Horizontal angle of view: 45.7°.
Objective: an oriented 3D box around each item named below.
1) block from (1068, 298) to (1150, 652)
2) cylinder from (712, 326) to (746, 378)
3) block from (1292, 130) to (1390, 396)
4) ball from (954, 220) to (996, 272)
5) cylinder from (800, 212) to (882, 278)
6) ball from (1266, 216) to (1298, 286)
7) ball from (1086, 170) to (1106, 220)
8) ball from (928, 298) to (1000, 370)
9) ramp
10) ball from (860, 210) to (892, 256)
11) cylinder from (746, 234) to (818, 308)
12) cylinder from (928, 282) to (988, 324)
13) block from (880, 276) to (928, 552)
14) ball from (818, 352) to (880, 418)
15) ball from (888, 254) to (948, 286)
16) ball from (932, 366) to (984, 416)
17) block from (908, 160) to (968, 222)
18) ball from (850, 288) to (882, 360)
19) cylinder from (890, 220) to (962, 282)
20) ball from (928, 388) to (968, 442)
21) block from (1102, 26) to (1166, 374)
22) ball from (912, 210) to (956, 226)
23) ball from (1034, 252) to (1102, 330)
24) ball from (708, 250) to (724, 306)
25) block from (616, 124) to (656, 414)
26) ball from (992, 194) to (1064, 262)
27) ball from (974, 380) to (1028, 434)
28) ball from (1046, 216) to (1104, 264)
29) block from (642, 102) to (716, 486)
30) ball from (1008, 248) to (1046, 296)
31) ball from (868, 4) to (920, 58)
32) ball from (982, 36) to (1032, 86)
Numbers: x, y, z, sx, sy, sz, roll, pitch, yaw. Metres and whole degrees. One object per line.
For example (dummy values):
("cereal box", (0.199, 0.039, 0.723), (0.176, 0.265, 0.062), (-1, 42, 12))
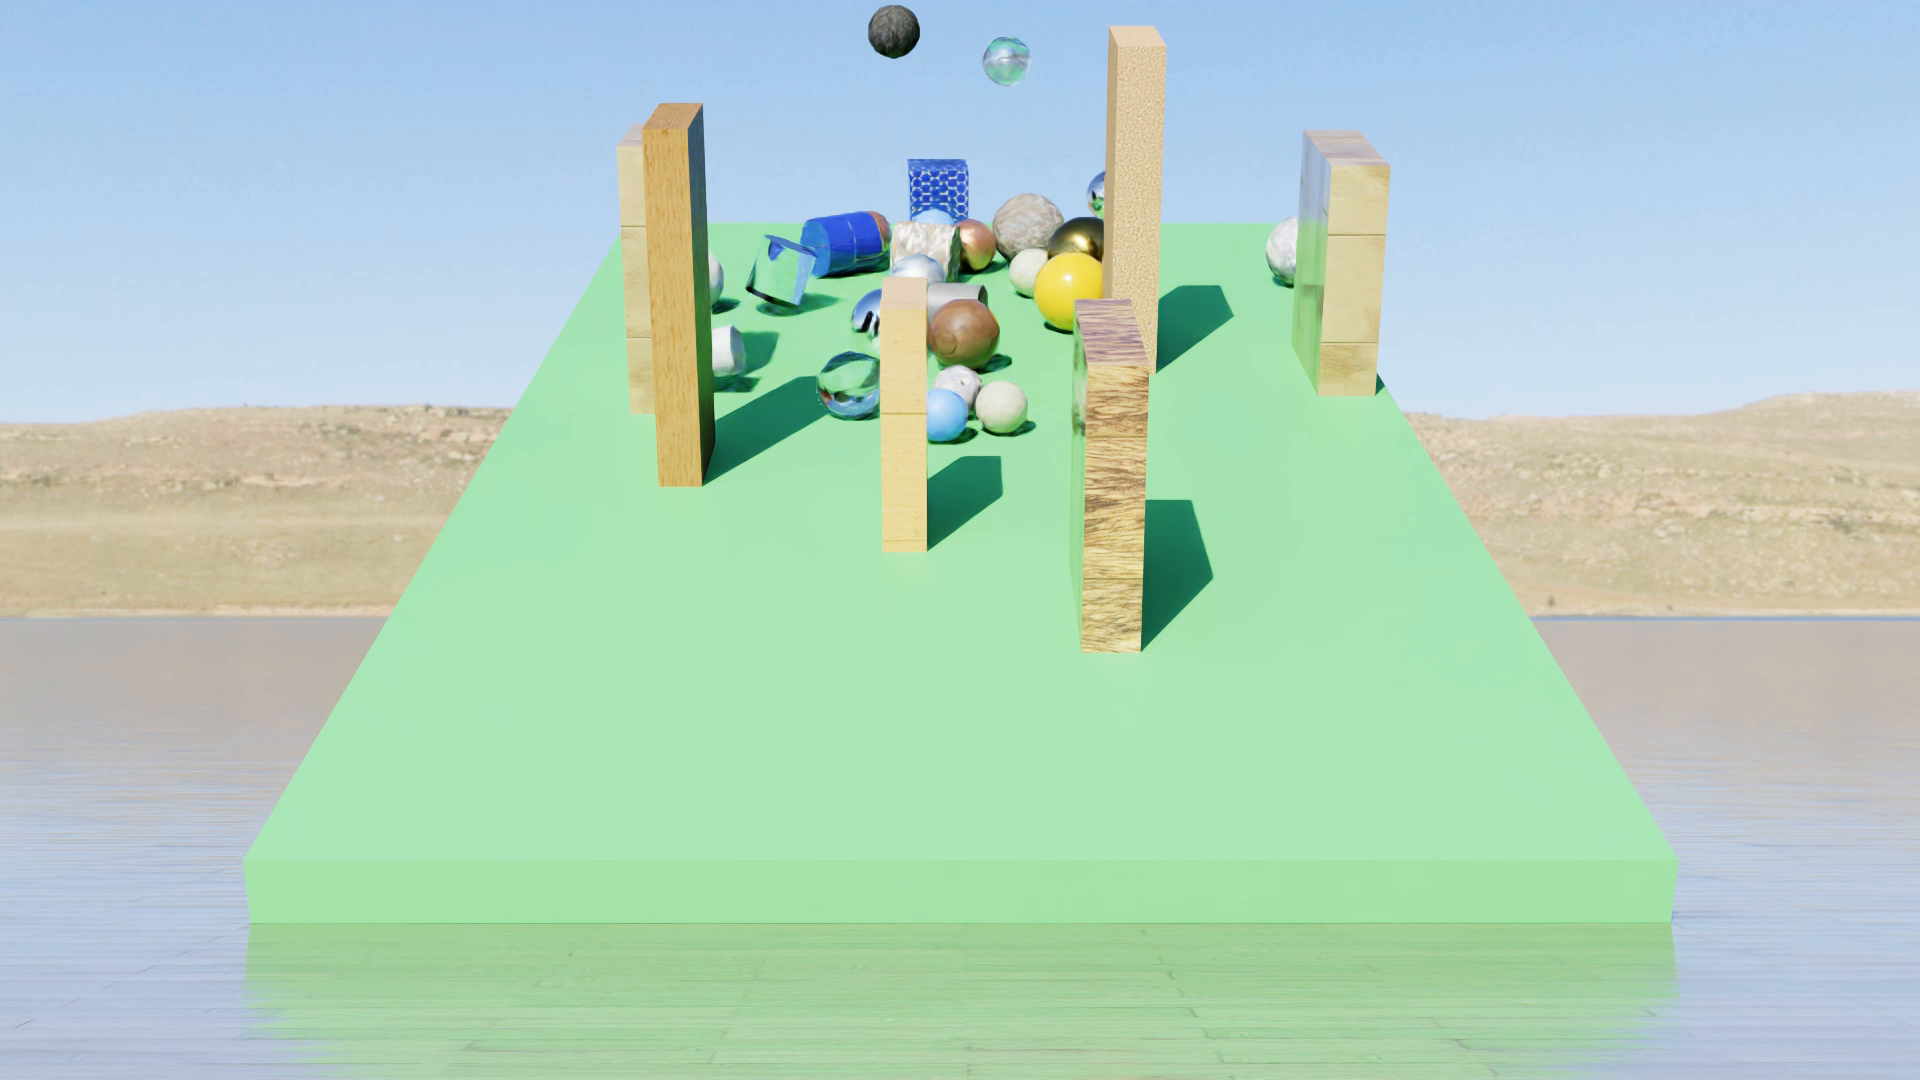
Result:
("block", (0.255, -0.120, 3.960), (0.100, 0.504, 0.427), (0, 21, 0))
("cylinder", (-0.562, -0.428, 5.217), (0.111, 0.111, 0.111), (-9, -4, 12))
("block", (0.889, -0.658, 5.349), (0.132, 0.533, 0.439), (0, 21, 0))
("ball", (0.028, -0.815, 6.309), (0.148, 0.148, 0.148), (0, -2, 0))
("cylinder", (-0.328, -0.818, 6.293), (0.163, 0.163, 0.163), (-13, 5, -31))
("ball", (0.925, -0.783, 6.166), (0.191, 0.191, 0.191), (0, -2, 0))
("ball", (0.461, -1.042, 6.901), (0.159, 0.159, 0.159), (0, -2, 0))
("ball", (0.010, -0.488, 5.403), (0.173, 0.173, 0.173), (0, -2, 0))
("ramp", (-0.005, -0.212, 5.060), (2.000, 0.100, 4.000), (0, 21, 0))
("ball", (-0.263, -0.866, 6.457), (0.138, 0.138, 0.138), (0, -2, 0))
("cylinder", (-0.463, -0.695, 5.893), (0.147, 0.147, 0.147), (21, 13, -5))
("cylinder", (-0.009, -0.577, 5.700), (0.130, 0.130, 0.130), (6, 0, 14))
("block", (-0.105, -0.241, 4.327), (0.084, 0.471, 0.248), (0, 21, 0))
("ball", (-0.243, -0.346, 5.065), (0.147, 0.147, 0.147), (0, -2, 0))
("ball", (-0.110, -0.664, 5.897), (0.155, 0.155, 0.155), (0, -2, 0))
("ball", (-0.005, -0.329, 5.061), (0.118, 0.118, 0.118), (0, -2, 0))
("block", (-0.067, -1.043, 6.871), (0.178, 0.178, 0.178), (-1, 20, -3))
("ball", (-0.177, -0.519, 5.481), (0.176, 0.176, 0.176), (0, -2, 0))
("cylinder", (-0.093, -0.779, 6.181), (0.162, 0.162, 0.162), (7, -1, 10))
("ball", (-0.040, -0.269, 4.901), (0.117, 0.117, 0.117), (0, -2, 0))
("block", (0.410, -0.811, 5.420), (0.109, 0.768, 0.328), (0, 21, 0))
("ball", (-0.076, -0.859, 6.411), (0.143, 0.143, 0.143), (0, -2, 0))
("ball", (0.284, -0.627, 5.740), (0.199, 0.199, 0.199), (0, -2, 0))
("ball", (-0.696, -0.676, 5.900), (0.173, 0.173, 0.173), (0, -2, 0))
("block", (-0.692, -0.613, 5.125), (0.093, 0.601, 0.277), (0, 21, 0))
("ball", (0.192, -0.863, 6.353), (0.207, 0.207, 0.207), (0, -2, 0))
("ball", (0.091, -0.290, 4.959), (0.117, 0.117, 0.117), (0, -2, 0))
("ball", (0.327, -0.738, 5.910), (0.205, 0.205, 0.205), (0, -2, 0))
("block", (-0.570, -0.501, 4.649), (0.088, 0.729, 0.294), (0, 21, 0))
("ball", (0.195, -0.712, 6.064), (0.129, 0.129, 0.129), (0, -2, 0))
("ball", (-0.189, -1.452, 6.500), (0.150, 0.150, 0.150), (0, -2, 0))
("ball", (0.130, -1.327, 6.304), (0.137, 0.137, 0.137), (0, -2, 0))
